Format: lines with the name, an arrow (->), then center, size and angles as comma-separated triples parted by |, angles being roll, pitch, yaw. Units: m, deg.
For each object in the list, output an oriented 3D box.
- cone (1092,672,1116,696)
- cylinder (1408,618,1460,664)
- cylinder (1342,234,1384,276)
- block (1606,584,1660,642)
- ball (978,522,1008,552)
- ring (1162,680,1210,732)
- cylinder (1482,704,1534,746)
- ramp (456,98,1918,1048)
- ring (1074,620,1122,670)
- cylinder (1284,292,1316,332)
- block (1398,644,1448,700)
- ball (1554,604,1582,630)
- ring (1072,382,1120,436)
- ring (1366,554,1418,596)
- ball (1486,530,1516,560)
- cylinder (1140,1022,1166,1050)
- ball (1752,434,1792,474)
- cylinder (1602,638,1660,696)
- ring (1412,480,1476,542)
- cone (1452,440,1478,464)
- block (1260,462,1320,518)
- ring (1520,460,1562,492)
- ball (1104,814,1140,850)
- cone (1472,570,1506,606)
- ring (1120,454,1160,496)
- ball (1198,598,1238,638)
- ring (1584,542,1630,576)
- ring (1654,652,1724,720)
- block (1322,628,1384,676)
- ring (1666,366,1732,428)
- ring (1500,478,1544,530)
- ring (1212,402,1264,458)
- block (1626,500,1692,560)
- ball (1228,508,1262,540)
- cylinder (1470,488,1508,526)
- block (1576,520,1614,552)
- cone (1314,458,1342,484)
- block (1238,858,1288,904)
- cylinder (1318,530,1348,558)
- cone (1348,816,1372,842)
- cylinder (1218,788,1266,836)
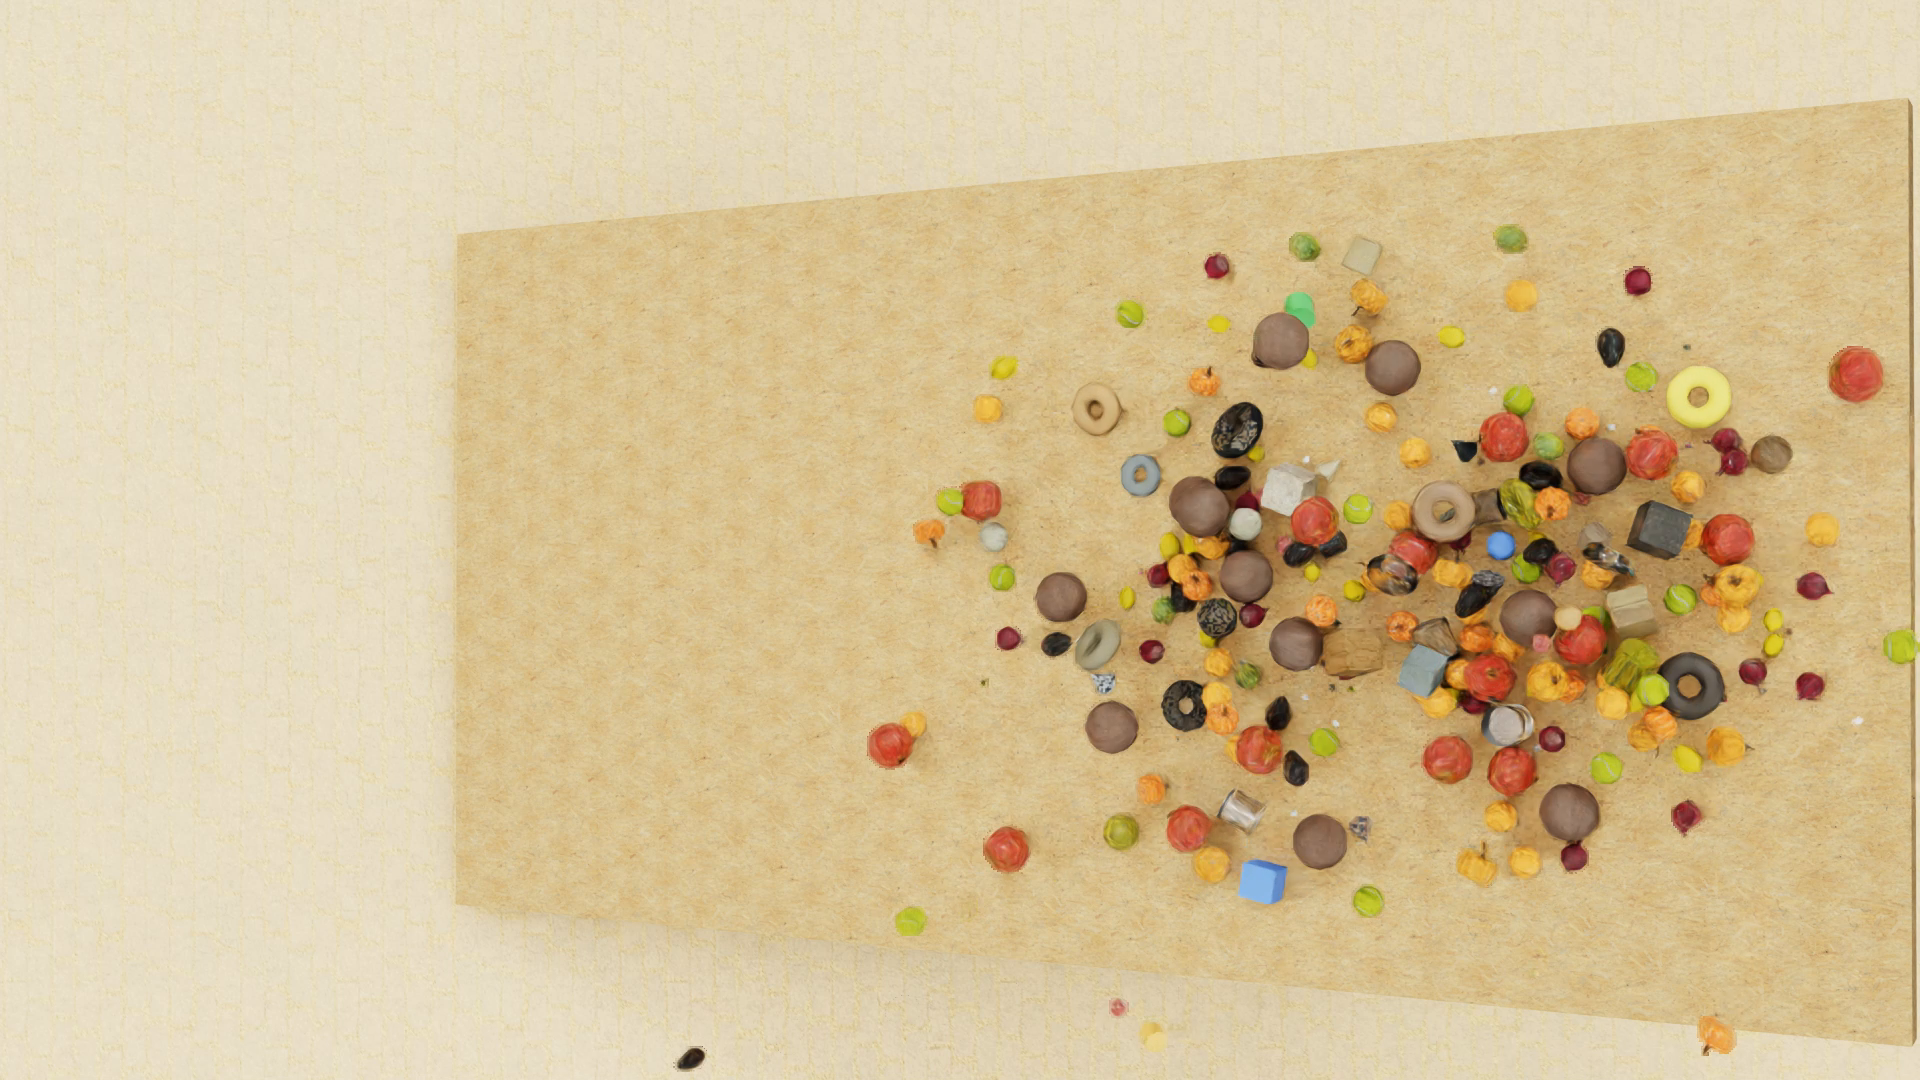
cone -> 0.344, 0.345, 5.449 | 0.060, 0.060, 0.060 | 32, 89, -36
cylinder -> 1.093, 0.237, 5.068 | 0.092, 0.092, 0.092 | -21, 93, 0
cylinder -> 0.937, -0.661, 5.115 | 0.074, 0.074, 0.074 | 23, 104, 0
block -> 1.483, 0.160, 4.846 | 0.084, 0.084, 0.084 | -18, 60, 16
ball -> 0.086, -0.007, 5.645 | 0.076, 0.076, 0.076 | 0, 89, 0
ring -> 0.555, 0.407, 5.401 | 0.127, 0.042, 0.127 | 0, 90, 30
cylinder -> 1.243, 0.420, 4.991 | 0.093, 0.093, 0.093 | 0, 90, 31
ramp -> 0.274, 0.076, 5.641 | 4.000, 0.100, 2.000 | 0, 89, 29
ring -> 0.343, 0.261, 5.461 | 0.048, 0.143, 0.143 | 35, 89, -26
cylinder -> 0.784, -0.527, 5.075 | 0.065, 0.065, 0.065 | 1, 130, 1
block -> 1.052, 0.299, 5.001 | 0.076, 0.076, 0.076 | 26, 133, 24
ball -> 1.320, 0.167, 4.778 | 0.060, 0.060, 0.060 | 0, 89, 0
ring -> 0.341, -0.328, 5.517 | 0.134, 0.045, 0.134 | 7, 102, 33
ring -> 0.993, 0.081, 5.047 | 0.123, 0.123, 0.041 | 31, 59, 0
ball -> 1.235, 0.013, 5.017 | 0.066, 0.066, 0.066 | 0, 89, 0
cylinder -> 0.486, 1.248, 5.532 | 0.053, 0.053, 0.053 | -5, 111, -14
ball -> 1.745, -0.184, 4.728 | 0.083, 0.083, 0.083 | 0, 89, 0
cylinder -> 1.467, 0.279, 4.810 | 0.091, 0.091, 0.091 | 22, 130, 0
ring -> 1.101, -0.065, 5.007 | 0.144, 0.048, 0.144 | 5, 103, 21
cone -> 1.136, -0.213, 4.995 | 0.056, 0.056, 0.056 | 31, 89, -23
block -> 0.786, -0.119, 5.239 | 0.093, 0.093, 0.093 | 25, 115, 27
ring -> 1.307, -0.144, 4.951 | 0.098, 0.098, 0.033 | 6, 127, 0
ball -> 0.401, 0.725, 5.455 | 0.091, 0.091, 0.091 | 0, 89, 0
cone -> 1.210, 0.122, 5.048 | 0.075, 0.075, 0.075 | -2, 119, 0
ring -> 0.450, -0.161, 5.468 | 0.109, 0.036, 0.109 | 1, 91, 30
ball -> 0.613, 0.185, 5.235 | 0.096, 0.096, 0.096 | 0, 89, 0
ring -> 1.419, 0.041, 4.821 | 0.111, 0.111, 0.037 | 32, 98, 0
ring -> 1.599, 0.321, 4.824 | 0.148, 0.049, 0.148 | 0, 90, 29
block -> 0.913, 0.261, 5.111 | 0.096, 0.096, 0.096 | 0, 78, -22
ring -> 1.619, -0.313, 4.821 | 0.138, 0.046, 0.138 | 0, 89, 28
ring -> 1.264, -0.082, 4.951 | 0.043, 0.128, 0.128 | -30, 89, -12
ring -> 0.670, -0.264, 5.310 | 0.050, 0.149, 0.149 | 32, 89, -31
block -> 1.514, -0.021, 4.762 | 0.093, 0.093, 0.093 | 21, 83, 3
ball -> 0.683, -0.038, 5.266 | 0.081, 0.081, 0.081 | 0, 89, 0
cylinder -> 1.202, -0.075, 5.030 | 0.077, 0.077, 0.077 | -13, 89, 28
block -> 1.415, 0.000, 4.904 | 0.051, 0.051, 0.051 | -25, 52, -22
cone -> 0.882, -0.174, 5.211 | 0.060, 0.060, 0.060 | -40, 90, -1
block -> 0.727, 0.820, 5.280 | 0.082, 0.082, 0.082 | 12, 95, 28
cylinder -> 0.884, 0.009, 5.218 | 0.053, 0.053, 0.053 | -22, 89, 27
cone -> 0.943, 0.686, 5.141 | 0.058, 0.058, 0.058 | -3, 126, -4
cylinder -> 0.680, 0.654, 5.301 | 0.085, 0.085, 0.085 | 30, 89, 20
